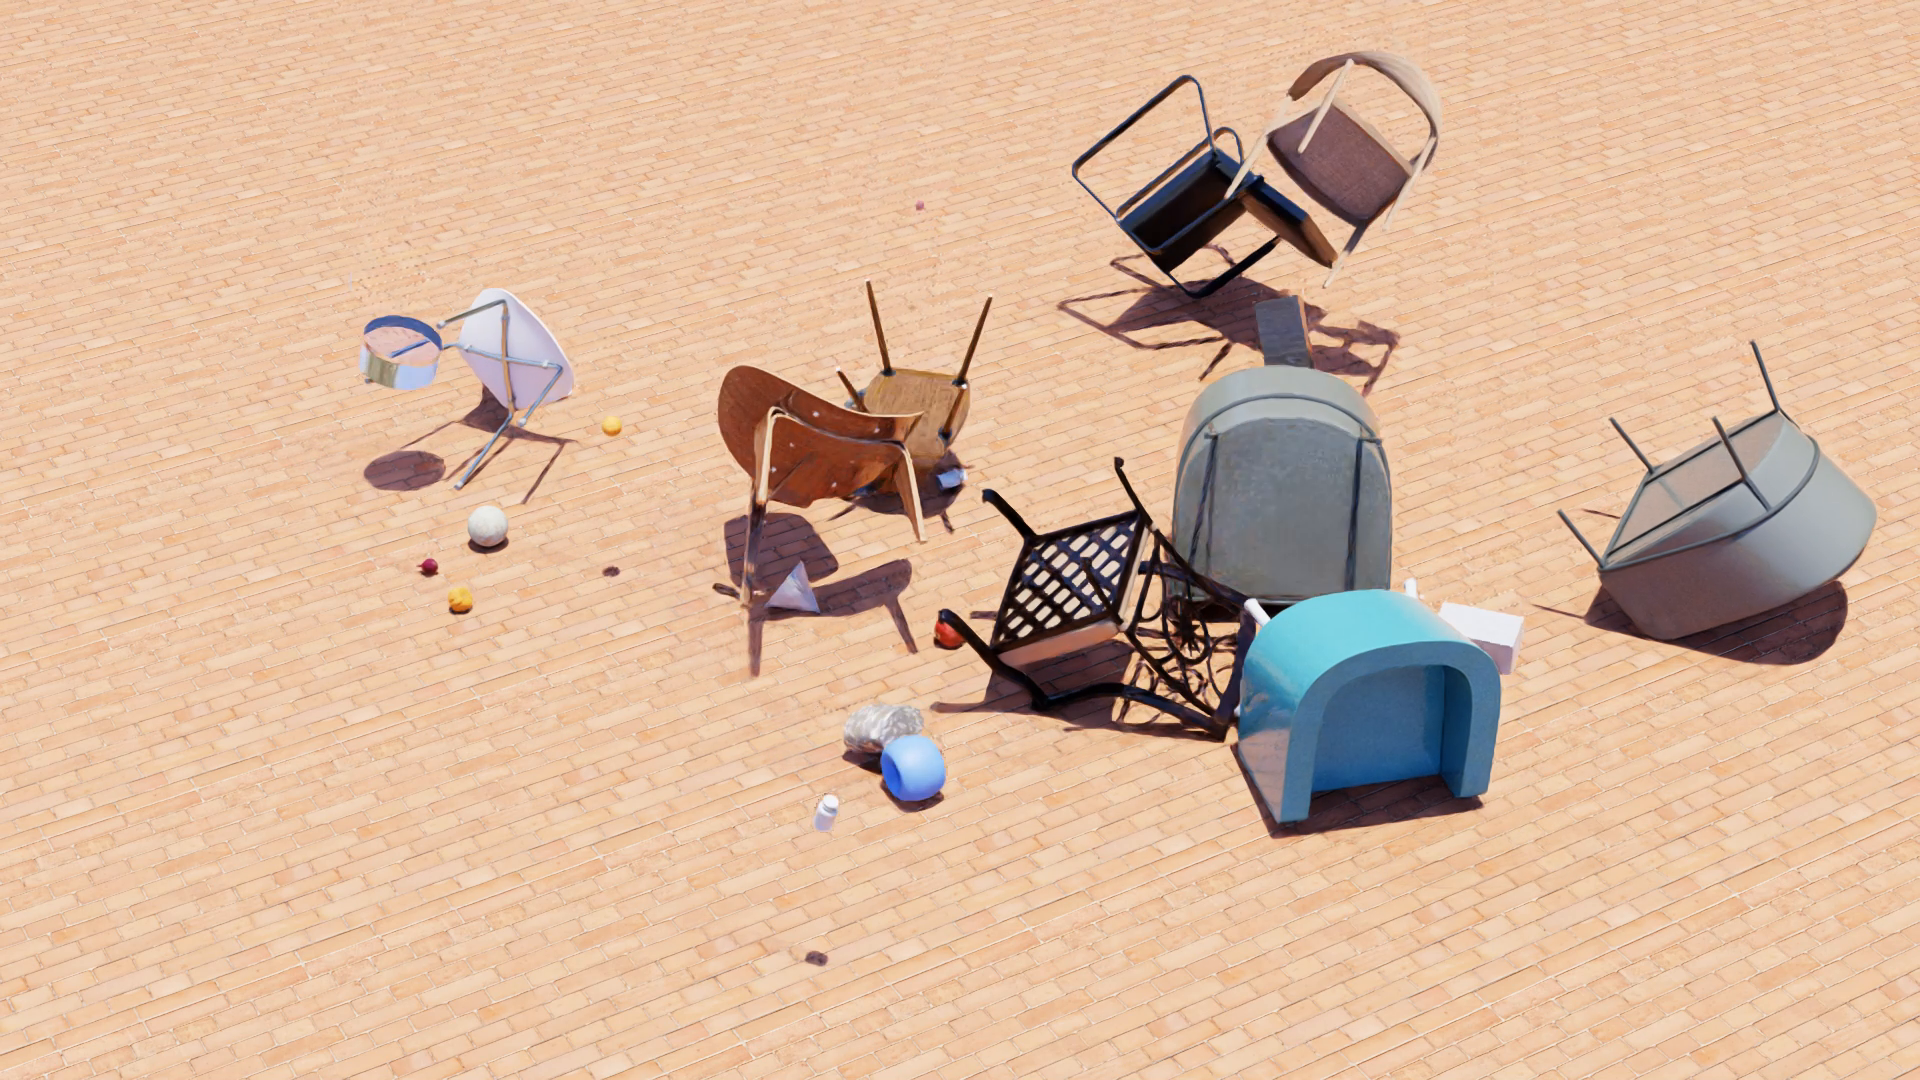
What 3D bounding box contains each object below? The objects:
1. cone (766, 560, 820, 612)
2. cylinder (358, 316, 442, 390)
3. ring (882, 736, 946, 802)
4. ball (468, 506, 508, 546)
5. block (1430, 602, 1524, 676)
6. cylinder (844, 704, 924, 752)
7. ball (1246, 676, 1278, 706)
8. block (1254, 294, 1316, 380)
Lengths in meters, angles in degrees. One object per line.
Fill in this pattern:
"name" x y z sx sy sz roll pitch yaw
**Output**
"cone" -0.570 0.207 10.547 0.170 0.208 0.252 39 15 -2
"cylinder" -2.107 -0.706 11.038 0.295 0.129 0.300 22 35 2
"ring" -0.153 0.749 9.629 0.161 0.198 0.221 -16 54 -25
"ball" -1.752 -0.052 10.885 0.153 0.153 0.153 0 33 0
"block" 1.816 0.345 10.308 0.286 0.123 0.187 12 35 17
"cylinder" -0.256 0.630 9.806 0.166 0.145 0.227 0 19 40
"ball" 1.012 0.504 9.818 0.102 0.102 0.102 0 33 0
"block" 1.270 -0.790 11.461 0.169 0.301 0.238 -10 1 11
